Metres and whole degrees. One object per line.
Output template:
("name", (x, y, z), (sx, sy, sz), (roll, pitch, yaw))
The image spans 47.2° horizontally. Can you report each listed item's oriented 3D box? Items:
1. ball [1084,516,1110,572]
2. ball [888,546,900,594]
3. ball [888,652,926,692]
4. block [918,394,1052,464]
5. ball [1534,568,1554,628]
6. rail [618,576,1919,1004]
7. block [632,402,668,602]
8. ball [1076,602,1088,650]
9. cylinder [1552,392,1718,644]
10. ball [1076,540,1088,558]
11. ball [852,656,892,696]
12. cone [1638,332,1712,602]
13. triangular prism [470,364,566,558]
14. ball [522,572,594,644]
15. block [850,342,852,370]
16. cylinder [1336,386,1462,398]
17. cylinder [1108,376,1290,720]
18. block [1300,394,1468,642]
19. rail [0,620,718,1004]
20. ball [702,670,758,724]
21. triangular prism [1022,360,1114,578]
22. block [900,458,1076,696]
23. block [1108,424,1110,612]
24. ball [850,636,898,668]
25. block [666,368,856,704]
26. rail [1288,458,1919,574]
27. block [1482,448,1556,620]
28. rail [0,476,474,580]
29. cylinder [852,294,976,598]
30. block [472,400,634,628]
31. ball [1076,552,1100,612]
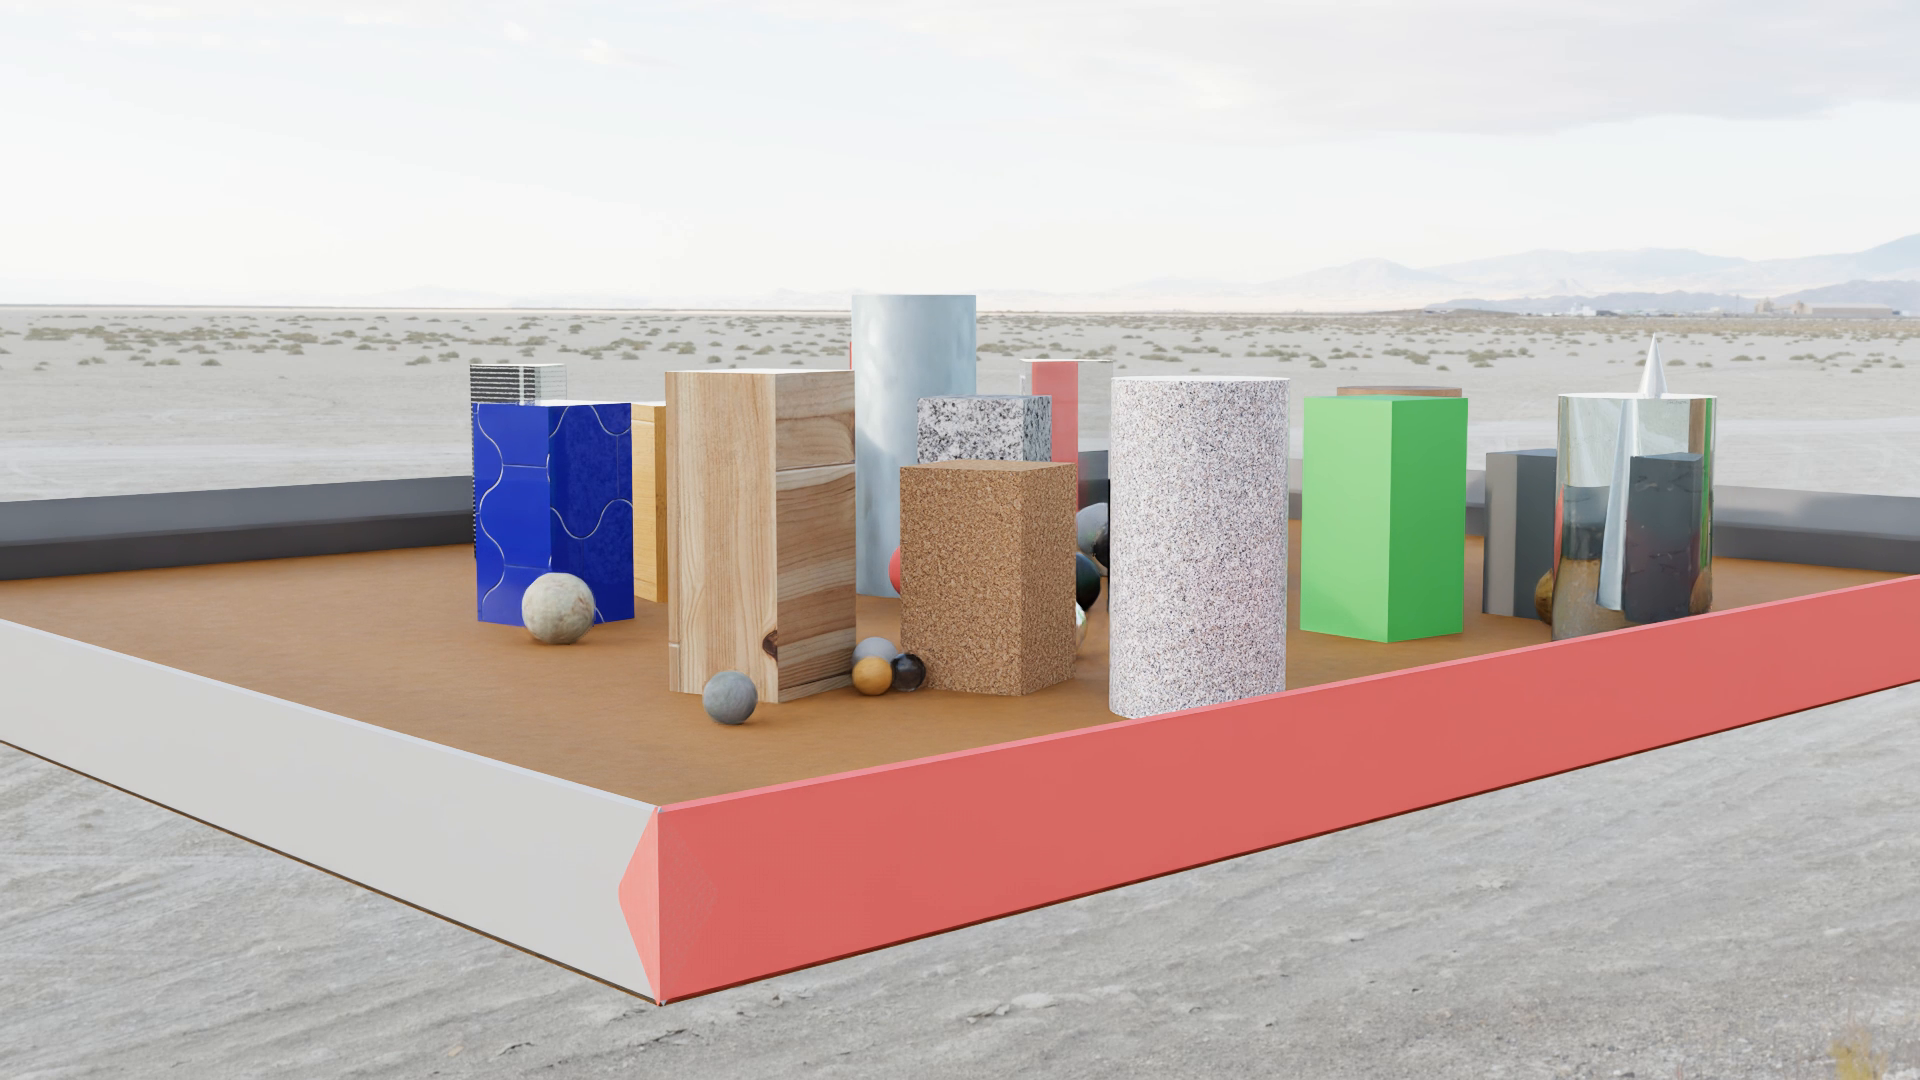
("ball", (0.260, 0.007, 3.744), (0.096, 0.096, 0.096), (0, 6, 0))
("ball", (-0.060, 0.046, 3.362), (0.099, 0.099, 0.099), (0, 6, 0))
("ball", (-0.063, 0.155, 2.577), (0.045, 0.045, 0.045), (0, 6, 0))
("block", (0.037, -0.051, 3.234), (0.158, 0.318, 0.158), (2, 6, 17))
("ball", (0.845, 0.081, 3.044), (0.096, 0.096, 0.096), (0, 6, 0))
("rail", (0.862, 0.130, 2.403), (2.912, 0.128, 0.045), (-5, 8, -42))
("block", (-0.430, -0.065, 3.450), (0.158, 0.300, 0.158), (-3, 7, -27))
("ball", (0.122, 0.110, 2.823), (0.082, 0.082, 0.082), (0, 6, 0))
("cylinder", (0.875, -0.020, 2.860), (0.197, 0.335, 0.197), (0, 6, 0))
("ball", (0.214, 0.024, 3.821), (0.047, 0.047, 0.047), (0, 6, 0))
("ball", (-0.102, 0.157, 2.549), (0.046, 0.046, 0.046), (0, 6, 0))
("cone", (1.065, -0.115, 3.394), (0.197, 0.413, 0.197), (0, 6, 0))
("triangular prism", (-0.761, -0.141, 3.951), (0.171, 0.348, 0.148), (4, 7, 35))
("ball", (-0.537, 0.091, 2.941), (0.097, 0.097, 0.097), (0, 6, 0))
("block", (-0.125, -0.194, 4.285), (0.158, 0.385, 0.158), (1, 6, 6))
("cylinder", (0.706, -0.085, 3.550), (0.197, 0.321, 0.197), (0, 6, 0))
("cylinder", (0.265, 0.005, 2.448), (0.197, 0.370, 0.197), (0, 6, 0))
("block", (0.587, -0.035, 3.048), (0.158, 0.325, 0.158), (-5, 8, -38))
("rail", (-1.053, 0.134, 2.366), (0.045, 0.128, 2.589), (-5, 8, -42))
("ball", (-0.248, 0.169, 2.373), (0.059, 0.059, 0.059), (0, 6, 0))
("triangular prism", (0.144, -0.121, 3.691), (0.171, 0.362, 0.148), (-4, 7, -32))
("block", (0.035, 0.040, 2.636), (0.158, 0.261, 0.158), (3, 7, 27))
("block", (0.325, -0.034, 3.266), (0.158, 0.279, 0.158), (3, 7, 28))
("ball", (-0.100, 0.144, 2.613), (0.059, 0.059, 0.059), (0, 6, 0))
("block", (-0.233, -0.012, 2.588), (0.158, 0.374, 0.158), (4, 7, 32))
("rail", (1.053, -0.068, 4.298), (0.045, 0.128, 2.589), (-5, 8, -42))
("block", (0.882, -0.009, 3.228), (0.158, 0.237, 0.158), (-5, 8, -41))
("rail", (-0.862, -0.064, 4.261), (2.912, 0.128, 0.045), (-5, 8, -42))
("cylinder", (-0.073, -0.153, 3.489), (0.197, 0.469, 0.197), (0, 6, 0))
("block", (-0.583, -0.041, 3.161), (0.158, 0.313, 0.158), (5, 8, 37))
("ball", (0.156, 0.064, 3.198), (0.097, 0.097, 0.097), (0, 6, 0))
